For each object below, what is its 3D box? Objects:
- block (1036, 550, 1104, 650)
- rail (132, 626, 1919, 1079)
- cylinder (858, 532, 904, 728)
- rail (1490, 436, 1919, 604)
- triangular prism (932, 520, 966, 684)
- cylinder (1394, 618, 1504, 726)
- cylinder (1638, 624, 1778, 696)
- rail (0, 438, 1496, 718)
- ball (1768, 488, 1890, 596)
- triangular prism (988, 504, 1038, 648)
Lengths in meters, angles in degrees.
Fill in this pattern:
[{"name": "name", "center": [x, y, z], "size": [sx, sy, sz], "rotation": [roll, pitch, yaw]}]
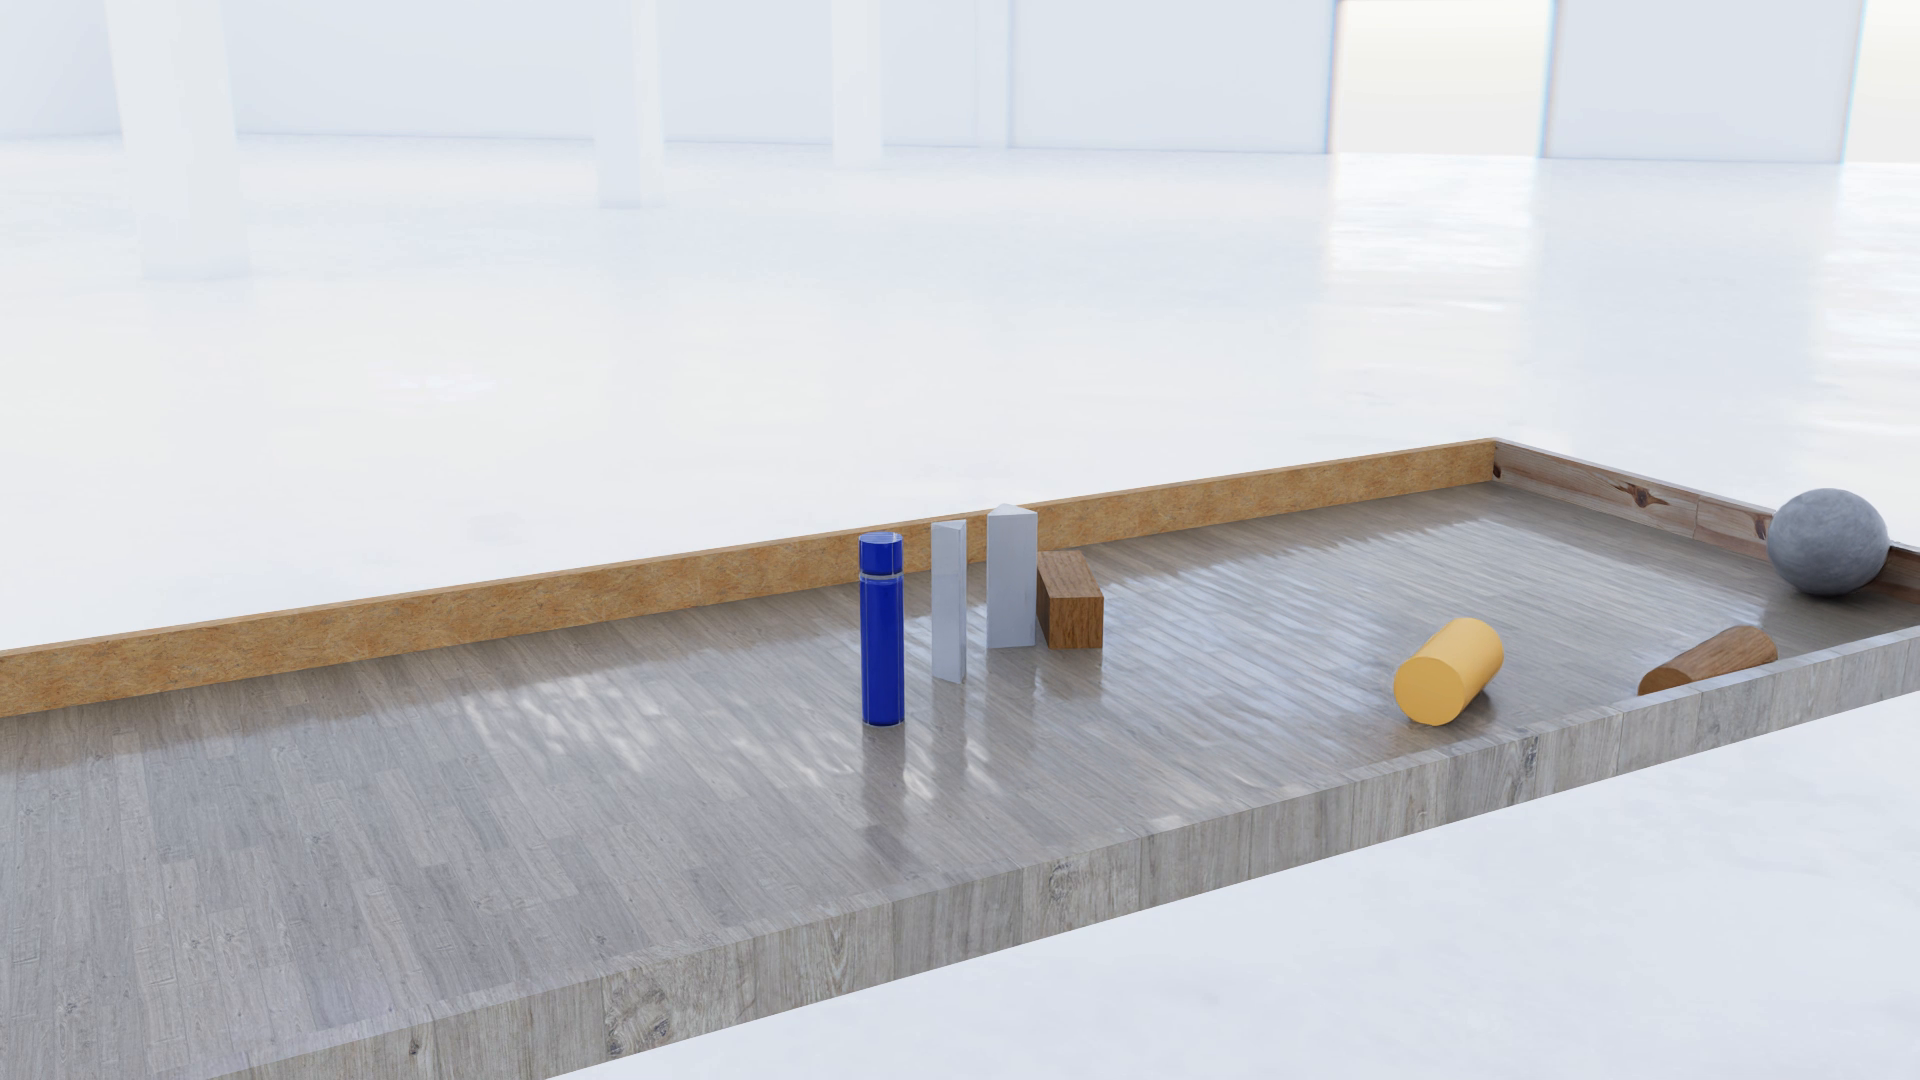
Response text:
[{"name": "block", "center": [0.292, 0.160, 4.557], "size": [0.143, 0.143, 0.424], "rotation": [-1, 16, -4]}, {"name": "rail", "center": [-2.336, 1.006, 1.665], "size": [12.000, 0.150, 0.050], "rotation": [-9, 18, -27]}, {"name": "cylinder", "center": [-0.181, 0.210, 3.843], "size": [0.101, 0.450, 0.101], "rotation": [0, 16, 0]}, {"name": "rail", "center": [2.466, -0.048, 5.253], "size": [0.050, 0.150, 2.100], "rotation": [-9, 18, -27]}, {"name": "triangular prism", "center": [-0.011, 0.150, 4.130], "size": [0.091, 0.402, 0.079], "rotation": [13, 21, 38]}, {"name": "cylinder", "center": [1.184, 0.314, 3.988], "size": [0.169, 0.169, 0.330], "rotation": [10, 19, 31]}, {"name": "cylinder", "center": [1.804, 0.327, 3.969], "size": [0.431, 0.153, 0.153], "rotation": [-15, 22, -41]}, {"name": "rail", "center": [-3.305, 0.497, 3.399], "size": [12.000, 0.150, 0.050], "rotation": [-9, 18, -27]}, {"name": "ball", "center": [2.513, 0.006, 4.779], "size": [0.313, 0.313, 0.313], "rotation": [0, 16, 0]}, {"name": "triangular prism", "center": [0.127, 0.092, 4.393], "size": [0.132, 0.366, 0.114], "rotation": [-3, 17, -10]}]
